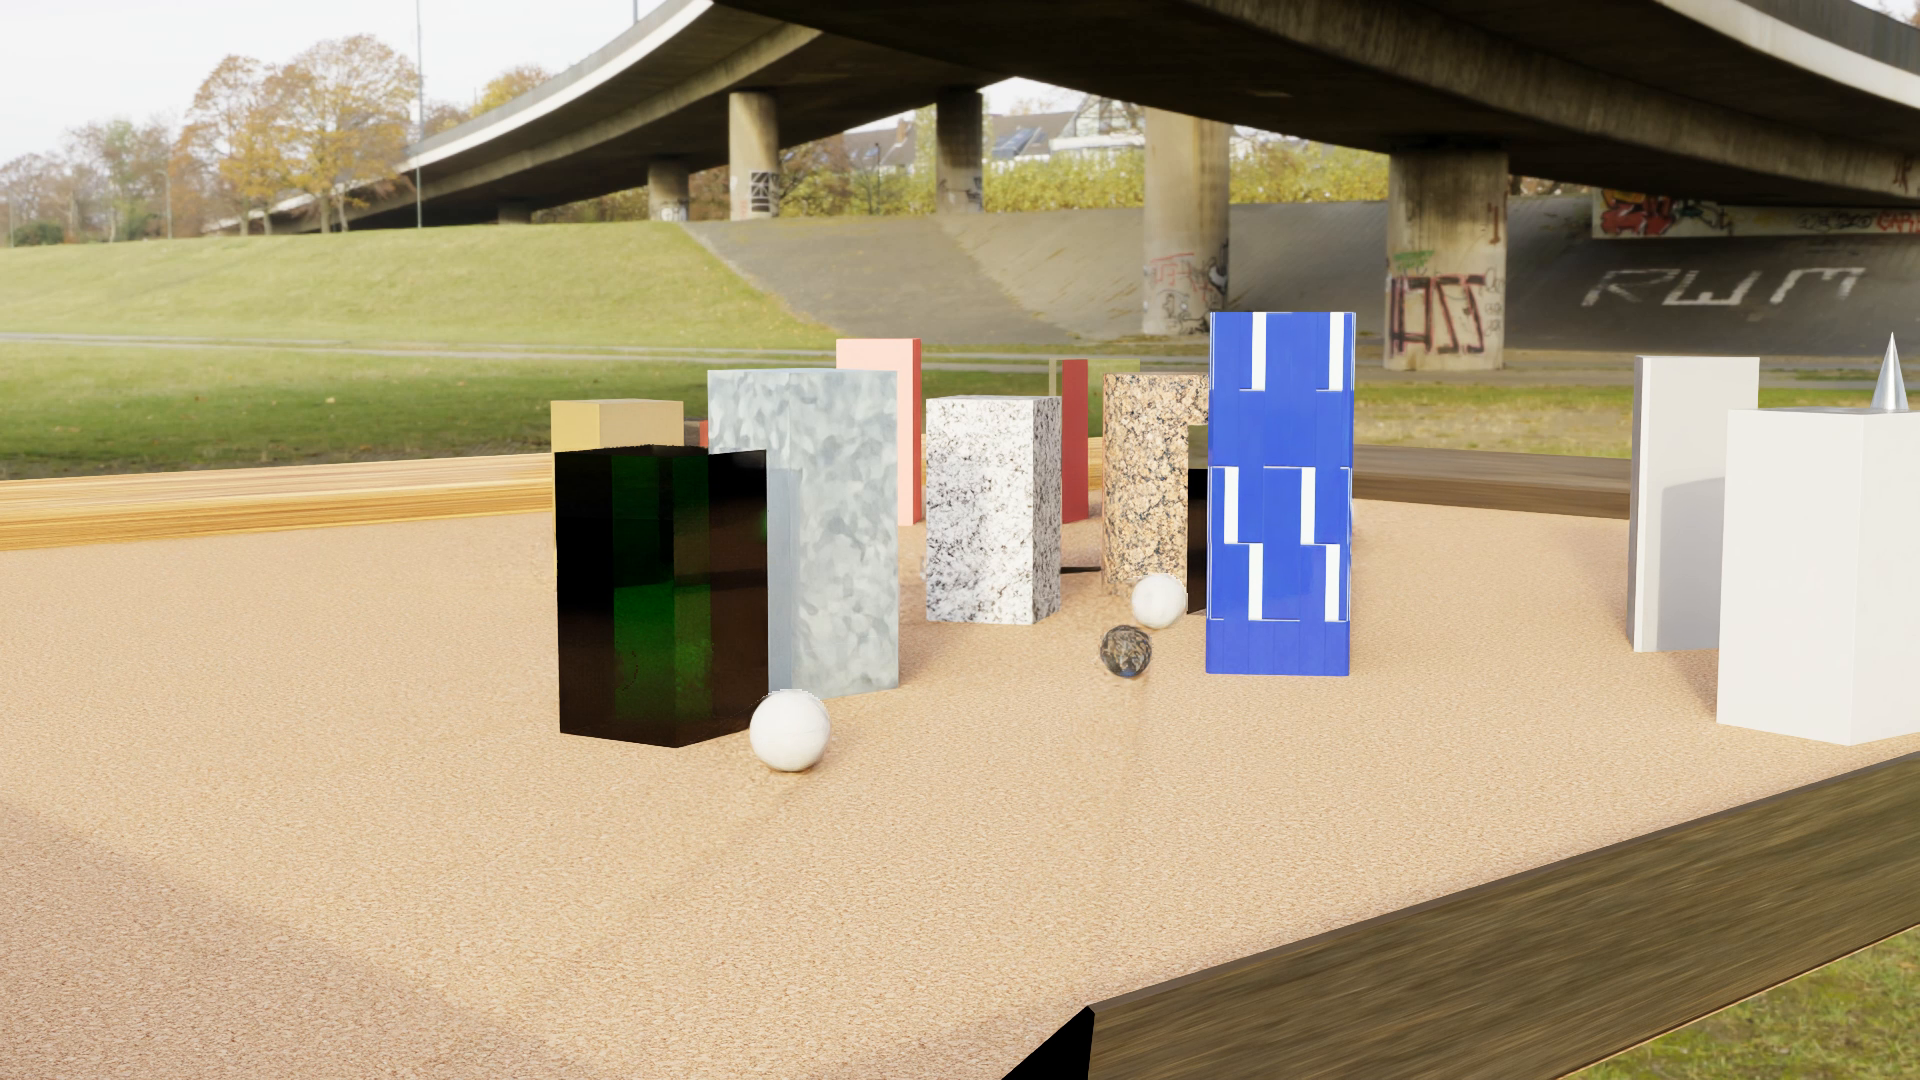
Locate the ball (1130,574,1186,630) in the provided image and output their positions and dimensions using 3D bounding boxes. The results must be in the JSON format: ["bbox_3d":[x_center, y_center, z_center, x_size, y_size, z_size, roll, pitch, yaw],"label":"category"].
[{"bbox_3d":[0.278,0.087,3.077,0.077,0.077,0.077,0,6,0],"label":"ball"}]

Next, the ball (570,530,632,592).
[{"bbox_3d":[-0.569,0.033,3.483,0.098,0.098,0.098,0,6,0],"label":"ball"}]

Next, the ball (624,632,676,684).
[{"bbox_3d":[-0.371,0.141,2.632,0.062,0.062,0.062,0,6,0],"label":"ball"}]

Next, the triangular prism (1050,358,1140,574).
[{"bbox_3d":[0.199,-0.134,3.815,0.171,0.362,0.148,-4,7,-32],"label":"triangular prism"}]

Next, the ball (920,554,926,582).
[{"bbox_3d":[-0.029,0.045,3.505,0.071,0.071,0.071,0,6,0],"label":"ball"}]

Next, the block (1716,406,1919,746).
[{"bbox_3d":[0.929,0.031,2.346,0.158,0.339,0.158,-4,7,-36],"label":"block"}]

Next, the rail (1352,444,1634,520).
[{"bbox_3d":[1.431,-0.104,4.645,0.045,0.128,3.520,-5,8,-42],"label":"rail"}]

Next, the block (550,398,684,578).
[{"bbox_3d":[-0.566,-0.082,3.641,0.158,0.295,0.158,-5,8,-39],"label":"block"}]

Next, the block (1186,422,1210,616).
[{"bbox_3d":[0.439,-0.032,3.245,0.158,0.278,0.158,3,7,28],"label":"block"}]

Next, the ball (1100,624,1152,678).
[{"bbox_3d":[0.202,0.135,2.676,0.064,0.064,0.064,0,6,0],"label":"ball"}]

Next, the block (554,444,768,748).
[{"bbox_3d":[-0.315,0.054,2.334,0.158,0.297,0.158,4,7,32],"label":"block"}]

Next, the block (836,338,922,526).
[{"bbox_3d":[-0.169,-0.230,4.626,0.158,0.385,0.158,1,6,6],"label":"block"}]

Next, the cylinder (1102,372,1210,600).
[{"bbox_3d":[0.322,-0.088,3.453,0.197,0.346,0.197,0,6,0],"label":"cylinder"}]

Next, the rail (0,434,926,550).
[{"bbox_3d":[-1.177,-0.099,4.601,3.940,0.128,0.045,-5,8,-42],"label":"rail"}]

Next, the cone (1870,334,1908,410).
[{"bbox_3d":[1.441,-0.118,3.421,0.197,0.413,0.197,0,6,0],"label":"cone"}]

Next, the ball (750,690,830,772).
[{"bbox_3d":[-0.164,0.185,2.127,0.078,0.078,0.078,0,6,0],"label":"ball"}]

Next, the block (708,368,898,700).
[{"bbox_3d":[-0.184,-0.012,2.585,0.158,0.375,0.158,-5,8,-41],"label":"block"}]

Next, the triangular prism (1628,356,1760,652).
[{"bbox_3d":[0.946,-0.054,2.951,0.171,0.383,0.148,-2,6,-17],"label":"triangular prism"}]

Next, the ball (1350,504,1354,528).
[{"bbox_3d":[0.732,-0.048,4.323,0.086,0.086,0.086,0,6,0],"label":"ball"}]

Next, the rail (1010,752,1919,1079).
[{"bbox_3d":[1.177,0.166,2.063,3.940,0.128,0.045,-5,8,-42],"label":"rail"}]

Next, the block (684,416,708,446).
[{"bbox_3d":[-0.525,-0.098,4.026,0.158,0.247,0.158,1,6,12],"label":"block"}]

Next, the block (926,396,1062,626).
[{"bbox_3d":[0.051,-0.048,3.203,0.158,0.318,0.158,2,6,17],"label":"block"}]

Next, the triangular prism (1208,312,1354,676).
[{"bbox_3d":[0.398,-0.062,2.746,0.171,0.442,0.148,1,6,7],"label":"triangular prism"}]
